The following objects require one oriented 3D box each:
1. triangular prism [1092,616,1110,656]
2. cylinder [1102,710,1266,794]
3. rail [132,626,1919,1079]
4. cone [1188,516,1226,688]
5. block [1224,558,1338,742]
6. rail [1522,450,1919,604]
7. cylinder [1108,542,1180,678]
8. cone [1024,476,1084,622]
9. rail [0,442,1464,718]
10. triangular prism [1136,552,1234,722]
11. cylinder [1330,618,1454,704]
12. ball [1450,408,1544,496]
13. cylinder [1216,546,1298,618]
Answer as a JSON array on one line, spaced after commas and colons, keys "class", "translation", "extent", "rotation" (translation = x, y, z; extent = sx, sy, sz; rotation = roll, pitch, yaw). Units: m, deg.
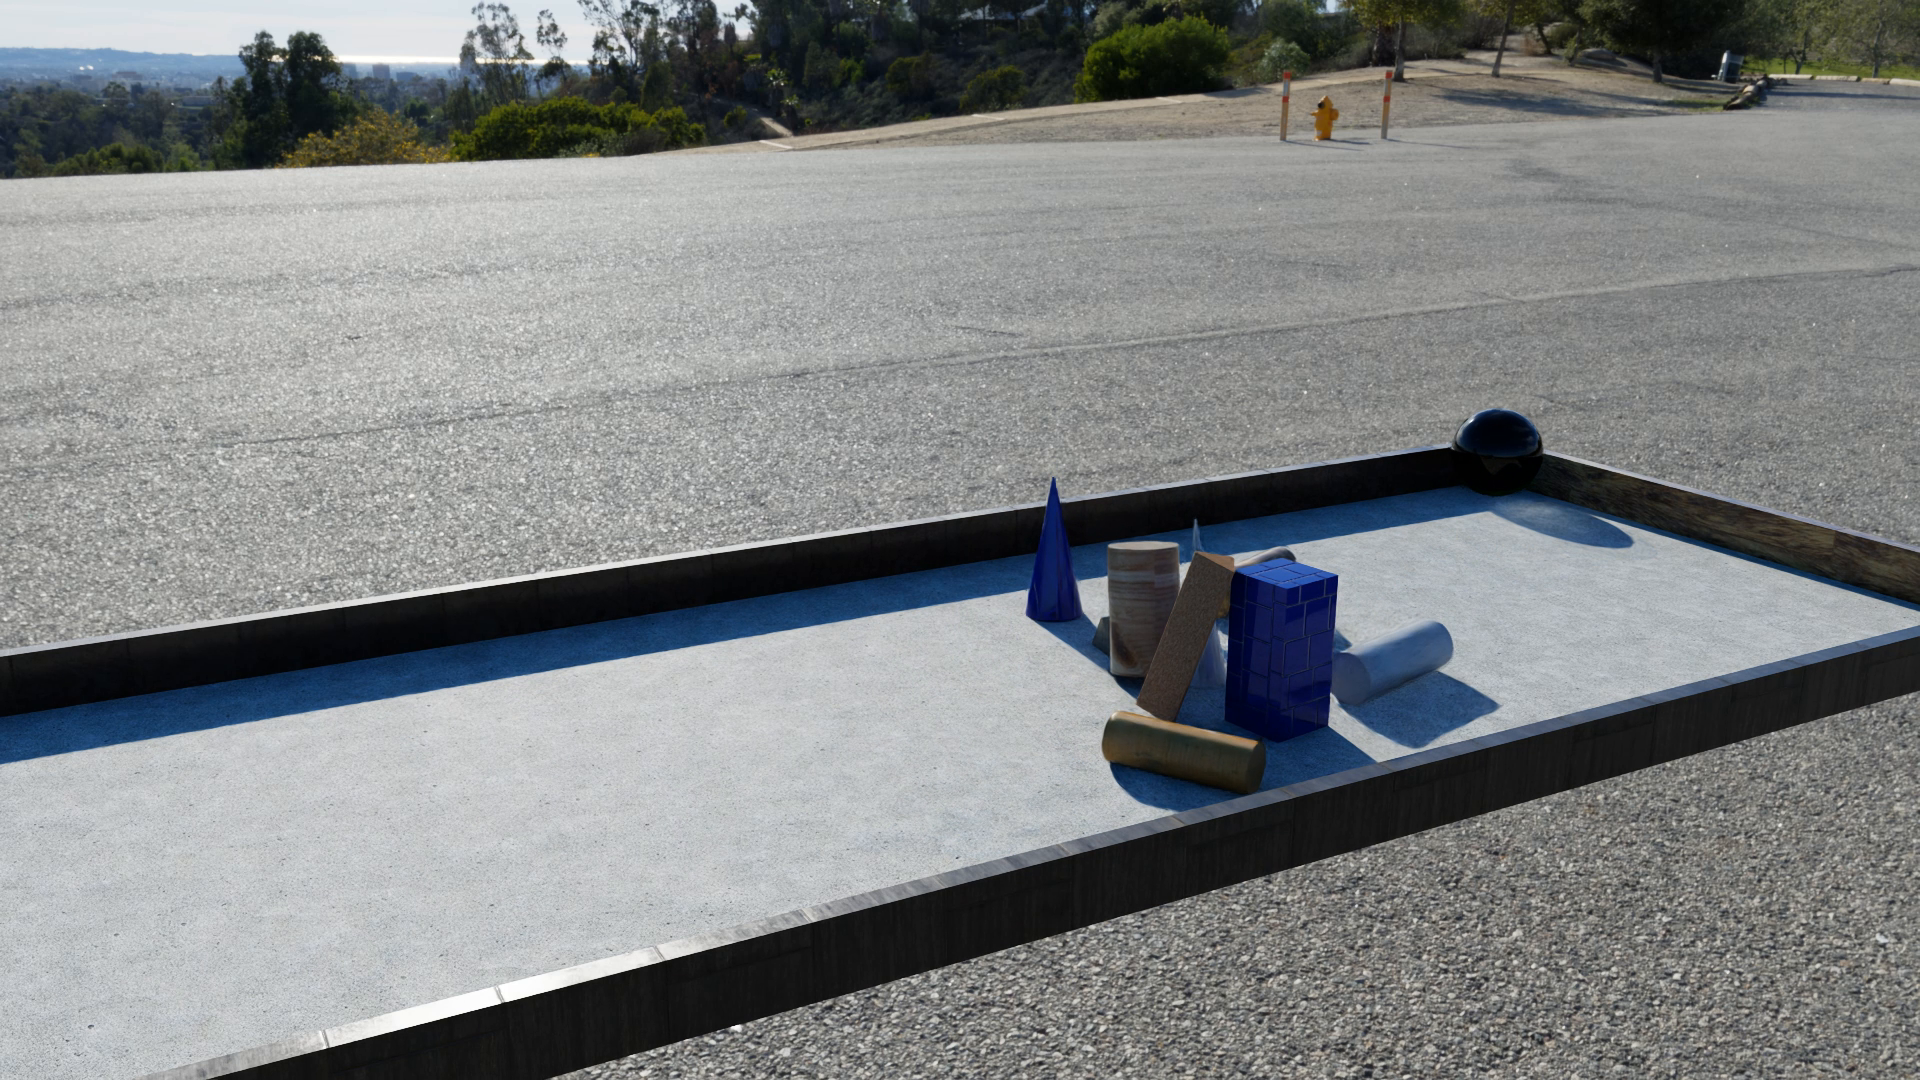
[{"class": "triangular prism", "translation": [0.517, 0.231, 4.399], "extent": [0.311, 0.091, 0.105], "rotation": [-6, 17, -20]}, {"class": "cylinder", "translation": [0.486, 0.459, 3.588], "extent": [0.337, 0.114, 0.114], "rotation": [10, 19, 30]}, {"class": "rail", "translation": [-2.336, 1.006, 1.665], "extent": [12.000, 0.150, 0.050], "rotation": [-9, 18, -27]}, {"class": "cone", "translation": [0.596, 0.143, 4.089], "extent": [0.111, 0.431, 0.111], "rotation": [-5, 13, 1]}, {"class": "block", "translation": [0.745, 0.253, 3.835], "extent": [0.171, 0.371, 0.171], "rotation": [-12, 20, -35]}, {"class": "rail", "translation": [2.466, -0.048, 5.253], "extent": [0.050, 0.150, 2.100], "rotation": [-9, 18, -27]}, {"class": "cylinder", "translation": [0.465, 0.172, 4.155], "extent": [0.179, 0.319, 0.179], "rotation": [-2, 6, 0]}, {"class": "cone", "translation": [0.261, 0.009, 4.597], "extent": [0.165, 0.407, 0.165], "rotation": [-1, 16, 0]}, {"class": "rail", "translation": [-3.305, 0.497, 3.399], "extent": [12.000, 0.150, 0.050], "rotation": [-9, 18, -27]}, {"class": "triangular prism", "translation": [0.546, 0.227, 3.864], "extent": [0.107, 0.407, 0.093], "rotation": [30, 22, 30]}, {"class": "cylinder", "translation": [1.070, 0.299, 4.102], "extent": [0.365, 0.132, 0.132], "rotation": [-15, 22, -41]}, {"class": "ball", "translation": [1.907, -0.312, 5.860], "extent": [0.314, 0.314, 0.314], "rotation": [0, 16, 0]}, {"class": "cylinder", "translation": [0.827, 0.118, 4.735], "extent": [0.122, 0.122, 0.370], "rotation": [13, 21, 38]}]
